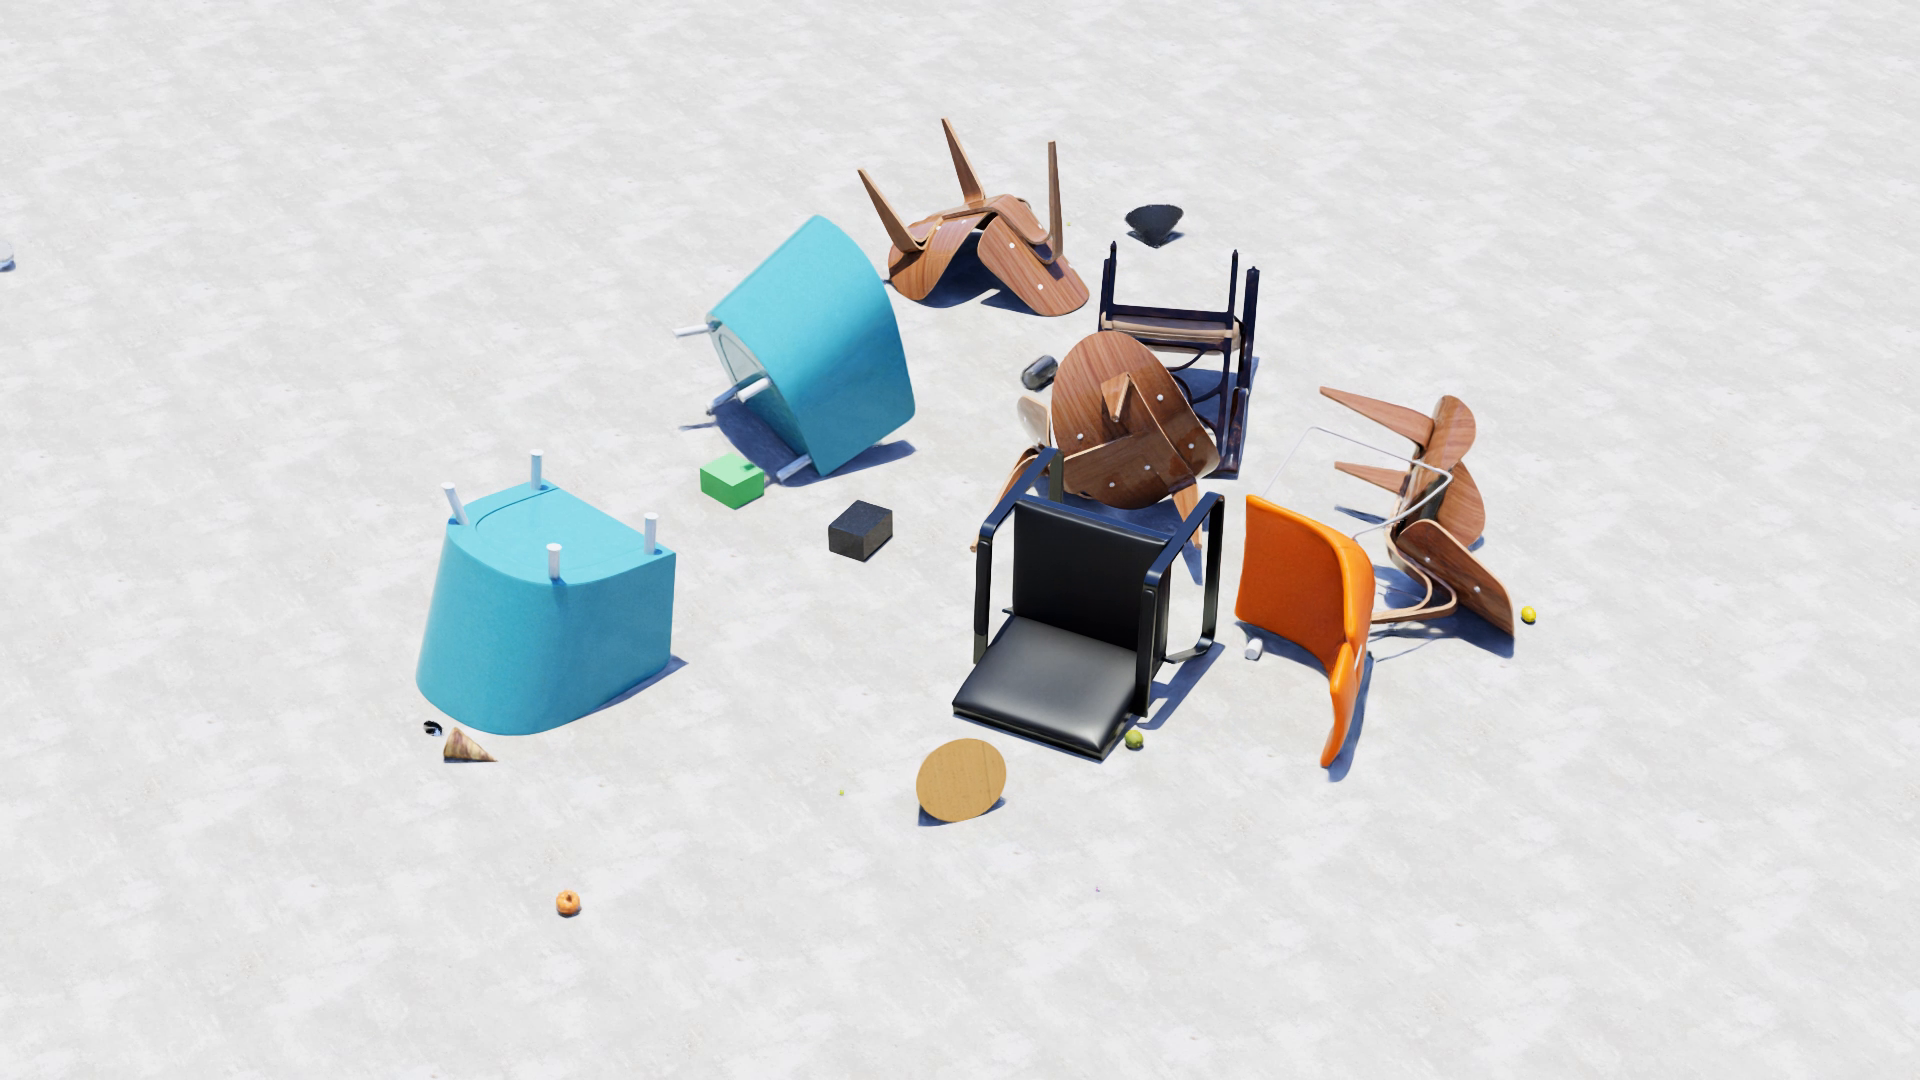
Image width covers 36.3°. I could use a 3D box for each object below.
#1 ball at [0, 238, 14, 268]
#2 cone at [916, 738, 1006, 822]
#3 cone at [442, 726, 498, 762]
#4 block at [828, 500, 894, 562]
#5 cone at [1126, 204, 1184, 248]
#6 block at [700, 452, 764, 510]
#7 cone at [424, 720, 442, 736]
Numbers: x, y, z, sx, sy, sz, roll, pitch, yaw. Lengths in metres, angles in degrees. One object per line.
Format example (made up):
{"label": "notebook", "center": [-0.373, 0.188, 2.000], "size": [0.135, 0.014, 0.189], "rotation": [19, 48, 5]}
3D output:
{"label": "ball", "center": [-4.167, -1.244, 12.717], "size": [0.127, 0.127, 0.127], "rotation": [0, 33, 0]}
{"label": "cone", "center": [-0.060, 0.752, 9.687], "size": [0.320, 0.276, 0.348], "rotation": [-13, 14, -20]}
{"label": "cone", "center": [-1.627, 0.709, 9.820], "size": [0.181, 0.112, 0.098], "rotation": [22, 23, 2]}
{"label": "block", "center": [-0.369, -0.035, 10.896], "size": [0.153, 0.111, 0.209], "rotation": [17, 37, 24]}
{"label": "cone", "center": [0.861, -1.354, 12.919], "size": [0.262, 0.197, 0.172], "rotation": [-7, 63, 11]}
{"label": "block", "center": [-0.869, -0.225, 11.190], "size": [0.188, 0.106, 0.158], "rotation": [28, 43, 36]}
{"label": "cone", "center": [-1.782, 0.637, 9.957], "size": [0.068, 0.050, 0.047], "rotation": [17, 8, 13]}
